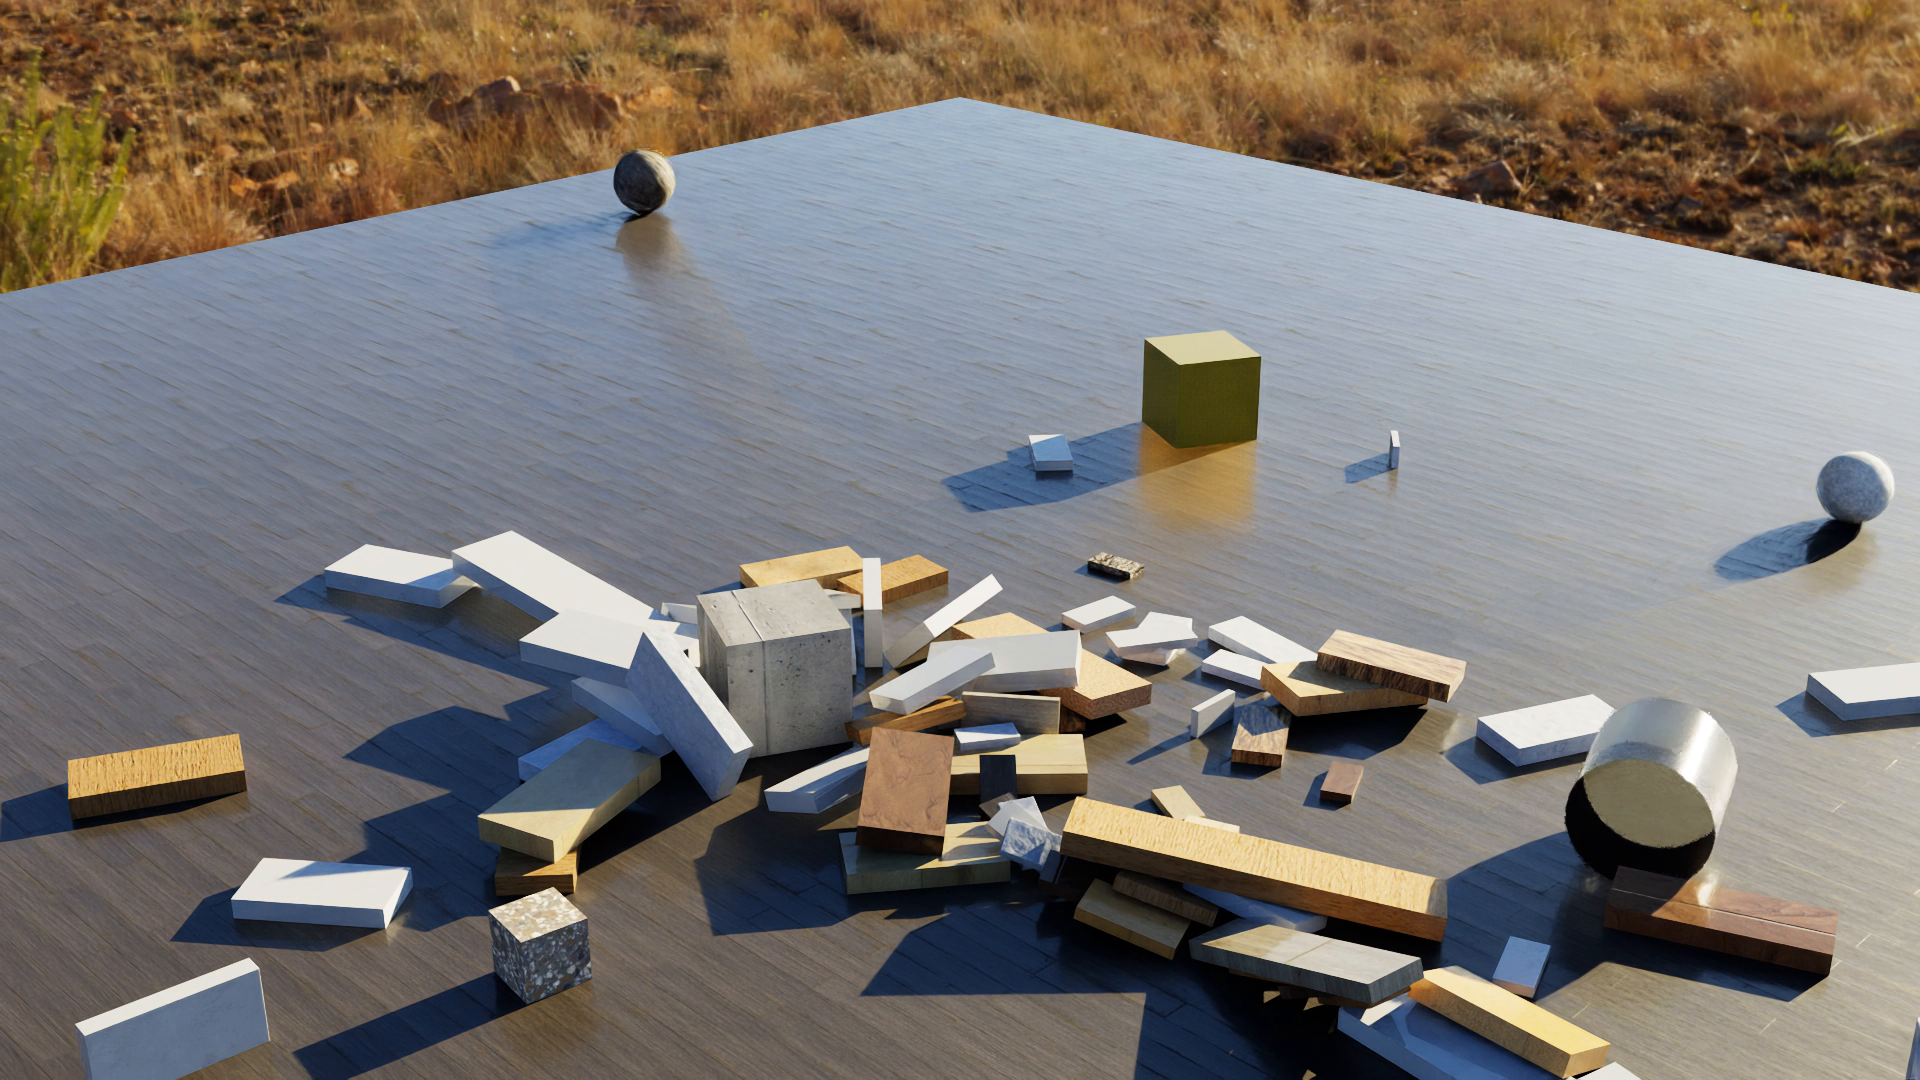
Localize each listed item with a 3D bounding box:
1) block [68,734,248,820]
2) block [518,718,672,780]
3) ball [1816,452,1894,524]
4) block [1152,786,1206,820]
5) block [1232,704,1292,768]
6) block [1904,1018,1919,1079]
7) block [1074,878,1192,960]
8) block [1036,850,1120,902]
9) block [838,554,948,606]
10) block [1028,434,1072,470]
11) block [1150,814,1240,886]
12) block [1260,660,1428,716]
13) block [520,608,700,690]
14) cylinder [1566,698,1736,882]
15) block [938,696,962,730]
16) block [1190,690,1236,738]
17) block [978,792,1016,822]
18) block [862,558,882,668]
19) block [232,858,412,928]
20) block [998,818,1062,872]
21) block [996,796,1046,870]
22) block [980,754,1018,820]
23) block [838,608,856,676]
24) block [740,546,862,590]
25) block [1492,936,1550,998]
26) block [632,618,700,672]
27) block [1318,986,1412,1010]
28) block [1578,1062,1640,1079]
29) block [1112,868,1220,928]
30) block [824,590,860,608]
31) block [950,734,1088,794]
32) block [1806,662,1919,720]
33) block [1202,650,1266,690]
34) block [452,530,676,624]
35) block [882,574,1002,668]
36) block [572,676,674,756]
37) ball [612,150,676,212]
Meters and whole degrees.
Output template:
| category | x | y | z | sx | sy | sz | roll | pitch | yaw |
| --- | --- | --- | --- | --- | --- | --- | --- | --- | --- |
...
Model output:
| category | x | y | z | sx | sy | sz | roll | pitch | yaw |
| --- | --- | --- | --- | --- | --- | --- | --- | --- | --- |
| block | -1.661 | 0.487 | 4.550 | 0.339 | 0.048 | 0.170 | -8 | 24 | -19 |
| block | -0.750 | 0.444 | 4.653 | 0.167 | 0.047 | 0.334 | 17 | 28 | 34 |
| ball | 2.379 | -0.140 | 5.844 | 0.192 | 0.192 | 0.192 | 0 | 23 | 0 |
| block | 0.442 | 0.541 | 4.462 | 0.064 | 0.018 | 0.129 | -7 | 24 | -16 |
| block | 0.651 | 0.420 | 4.733 | 0.106 | 0.030 | 0.212 | 6 | 24 | 13 |
| block | 1.538 | 0.862 | 3.428 | 0.118 | 0.236 | 0.033 | 6 | 24 | 14 |
| block | 0.317 | 0.694 | 4.030 | 0.195 | 0.028 | 0.098 | 21 | 32 | 16 |
| block | 0.250 | 0.649 | 4.139 | 0.195 | 0.028 | 0.098 | 16 | 30 | 8 |
| block | -0.167 | 0.103 | 5.473 | 0.251 | 0.036 | 0.126 | -17 | 28 | -35 |
| block | 0.260 | -0.251 | 6.316 | 0.104 | 0.030 | 0.209 | -2 | 23 | -4 |
| block | 0.458 | 0.609 | 4.288 | 0.106 | 0.030 | 0.212 | 11 | 25 | 24 |
| block | 0.858 | 0.321 | 4.903 | 0.336 | 0.048 | 0.168 | -4 | 23 | -22 |
| block | -0.775 | 0.244 | 4.869 | 0.359 | 0.051 | 0.180 | 12 | 28 | 26 |
| cylinder | 1.340 | 0.488 | 4.259 | 0.275 | 0.275 | 0.275 | 11 | 25 | 24 |
| block | -0.017 | 0.369 | 4.810 | 0.067 | 0.019 | 0.134 | -8 | 23 | 0 |
| block | 0.551 | 0.378 | 4.788 | 0.018 | 0.065 | 0.130 | 20 | 30 | 39 |
| block | 0.109 | 0.564 | 4.363 | 0.075 | 0.021 | 0.149 | -19 | 39 | -27 |
| block | -0.206 | 0.169 | 5.176 | 0.042 | 0.147 | 0.293 | -1 | 23 | -3 |
| block | -1.199 | 0.664 | 4.142 | 0.293 | 0.042 | 0.147 | 3 | 23 | 6 |
| block | 0.156 | 0.595 | 4.224 | 0.152 | 0.022 | 0.076 | 21 | 53 | -2 |
| block | 0.132 | 0.574 | 4.304 | 0.075 | 0.021 | 0.149 | -8 | 49 | -19 |
| block | 0.078 | 0.503 | 4.472 | 0.075 | 0.021 | 0.149 | 0 | 47 | -1 |
| block | -0.323 | 0.235 | 5.154 | 0.147 | 0.042 | 0.293 | -2 | 23 | -4 |
| block | -0.388 | 0.084 | 5.509 | 0.293 | 0.042 | 0.147 | -10 | 25 | -23 |
| block | 1.005 | 0.763 | 3.936 | 0.073 | 0.021 | 0.147 | 10 | 25 | 23 |
| block | -0.588 | 0.260 | 4.999 | 0.334 | 0.047 | 0.167 | 7 | 31 | -5 |
| block | 0.691 | 0.774 | 3.779 | 0.087 | 0.025 | 0.174 | -18 | -2 | -21 |
| block | 0.992 | 0.908 | 3.467 | 0.244 | 0.035 | 0.122 | -14 | 27 | -29 |
| block | 0.384 | 0.660 | 4.073 | 0.195 | 0.028 | 0.098 | 19 | 5 | 12 |
| block | -0.328 | 0.143 | 5.289 | 0.104 | 0.030 | 0.209 | -3 | 4 | -25 |
| block | 0.091 | 0.468 | 4.595 | 0.338 | 0.048 | 0.169 | 0 | 23 | -1 |
| block | 2.070 | 0.337 | 4.913 | 0.300 | 0.042 | 0.150 | -5 | 23 | -11 |
| block | 0.646 | 0.297 | 5.032 | 0.166 | 0.023 | 0.083 | 17 | 28 | 34 |
| block | -0.929 | 0.148 | 5.283 | 0.740 | 0.051 | 0.180 | 25 | 33 | 37 |
| block | -0.039 | 0.188 | 5.140 | 0.154 | 0.044 | 0.309 | -38 | -3 | 38 |
| block | -0.676 | 0.357 | 4.738 | 0.167 | 0.047 | 0.334 | -19 | 29 | -37 |
| ball | -1.271 | -1.443 | 8.845 | 0.247 | 0.247 | 0.247 | 0 | 23 | 0 |
